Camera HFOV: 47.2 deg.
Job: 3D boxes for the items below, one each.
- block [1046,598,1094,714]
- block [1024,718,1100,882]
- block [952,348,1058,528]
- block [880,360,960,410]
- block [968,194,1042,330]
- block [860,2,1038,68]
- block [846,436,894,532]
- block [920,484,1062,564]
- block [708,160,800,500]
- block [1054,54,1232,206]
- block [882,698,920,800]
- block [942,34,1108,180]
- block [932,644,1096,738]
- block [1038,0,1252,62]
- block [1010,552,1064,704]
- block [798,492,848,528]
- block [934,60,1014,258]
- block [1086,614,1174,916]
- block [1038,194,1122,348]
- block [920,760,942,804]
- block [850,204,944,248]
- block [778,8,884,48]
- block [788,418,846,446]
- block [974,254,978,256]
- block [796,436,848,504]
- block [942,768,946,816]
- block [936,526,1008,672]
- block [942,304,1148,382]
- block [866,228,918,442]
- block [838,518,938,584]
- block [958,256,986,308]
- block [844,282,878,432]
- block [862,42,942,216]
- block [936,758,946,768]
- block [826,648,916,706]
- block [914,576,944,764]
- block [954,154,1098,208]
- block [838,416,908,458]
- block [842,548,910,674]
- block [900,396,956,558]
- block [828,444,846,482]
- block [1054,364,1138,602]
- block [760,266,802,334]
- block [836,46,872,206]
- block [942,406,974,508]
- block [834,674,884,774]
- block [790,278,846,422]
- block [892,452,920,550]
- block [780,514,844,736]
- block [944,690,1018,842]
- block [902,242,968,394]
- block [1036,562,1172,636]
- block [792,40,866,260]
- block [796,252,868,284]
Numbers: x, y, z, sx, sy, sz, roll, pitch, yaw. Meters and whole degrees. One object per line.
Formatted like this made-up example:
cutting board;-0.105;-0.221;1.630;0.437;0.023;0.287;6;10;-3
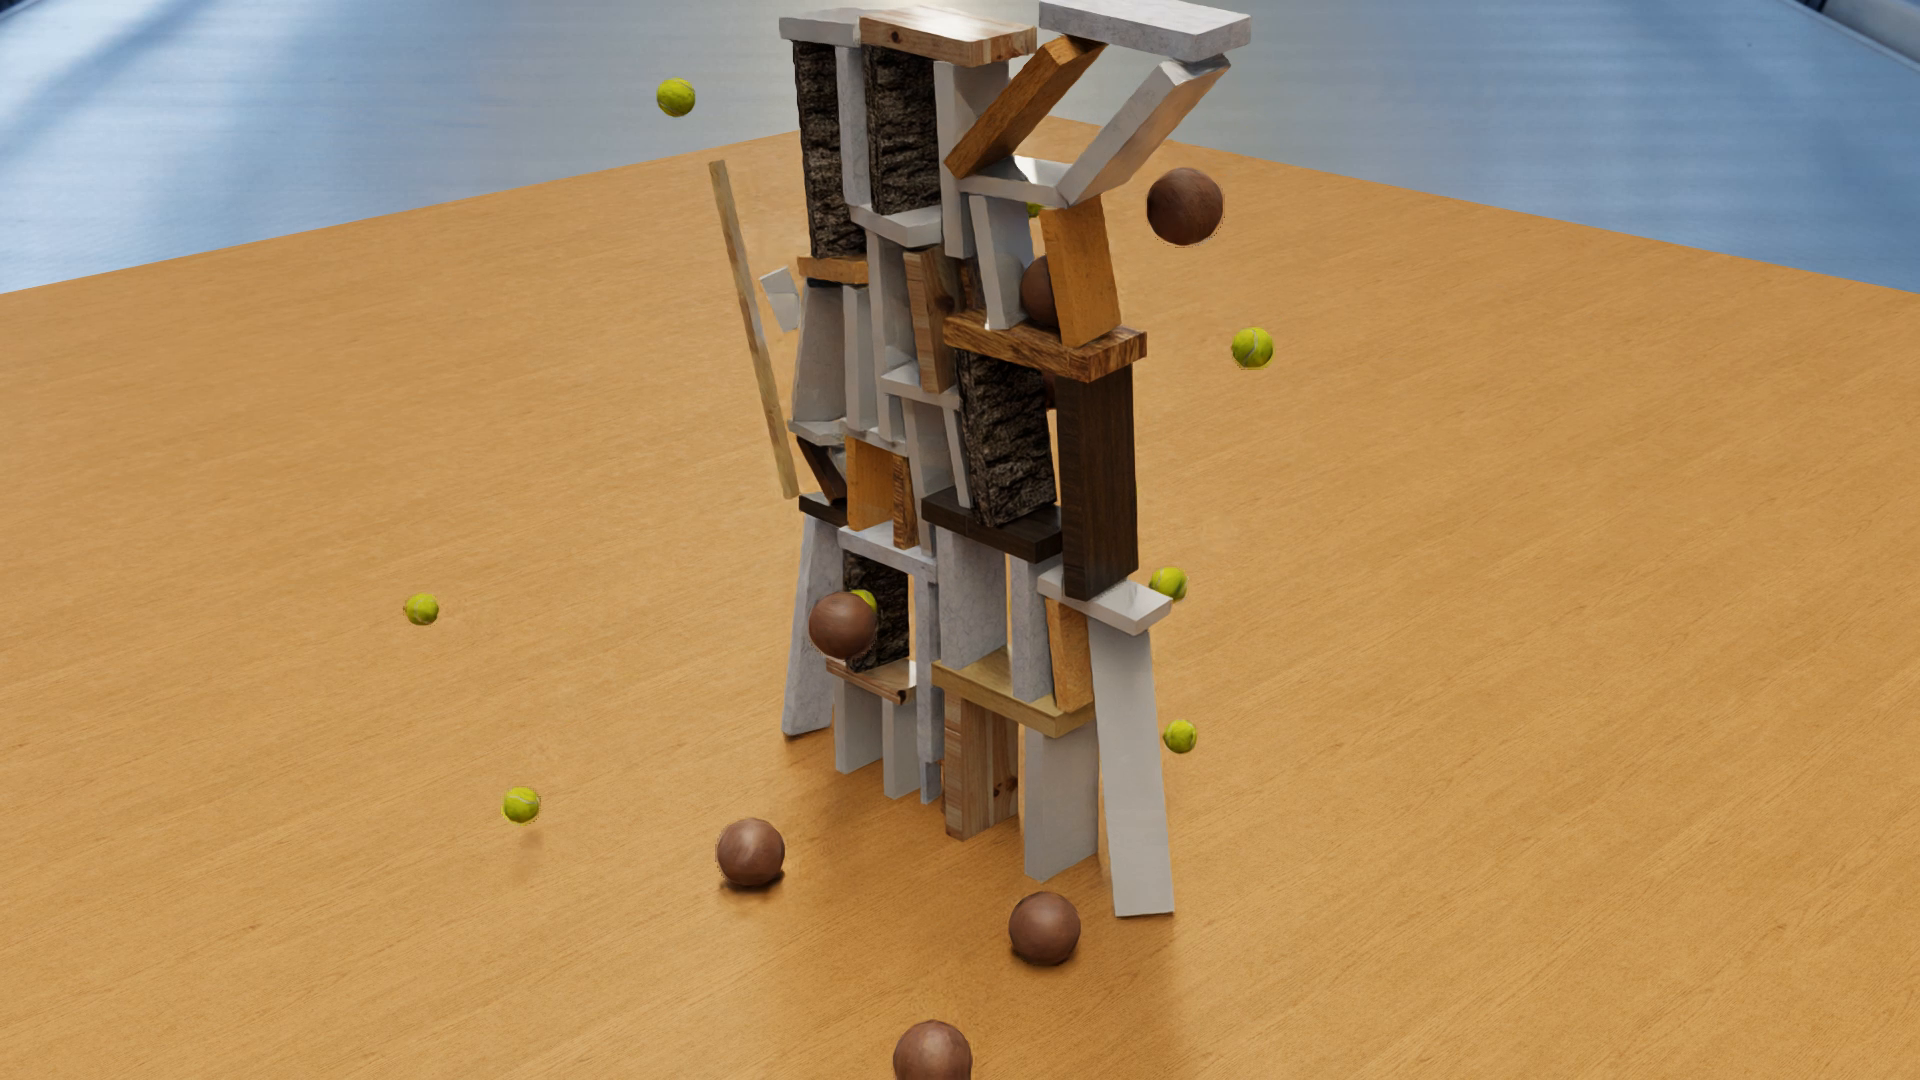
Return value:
block;0.217;0.196;4.065;0.031;0.221;0.111;12;26;44
block;0.196;0.480;4.217;0.046;0.322;0.161;21;30;41
block;0.084;-0.206;4.003;0.165;0.329;0.047;-23;23;-37
block;-0.042;-0.287;4.069;0.200;0.028;0.100;17;34;40
block;0.081;-0.501;3.842;0.034;0.240;0.120;5;25;35
block;-0.022;-0.877;3.811;0.151;0.043;0.301;-21;31;-35
block;-0.179;-0.125;4.361;0.028;0.198;0.099;21;31;40
block;0.084;-0.040;4.091;0.148;0.042;0.297;-24;32;-39
block;-0.425;-0.432;4.556;0.017;0.710;0.061;-10;9;13
block;0.293;-0.668;3.549;0.154;0.308;0.044;-29;79;-43
block;-0.106;0.410;4.508;0.112;0.224;0.032;-21;30;-41
block;0.109;-0.728;3.660;0.044;0.308;0.154;51;45;4
block;0.117;0.280;4.216;0.322;0.046;0.161;21;31;40
block;0.294;-0.830;3.520;0.308;0.044;0.154;22;35;34
block;0.161;0.141;4.098;0.042;0.297;0.149;20;32;39
block;-0.214;-0.052;4.583;0.235;0.033;0.117;22;21;39
block;0.029;-0.677;3.836;0.043;0.342;0.151;16;31;37
block;0.315;0.403;4.061;0.111;0.589;0.031;-5;8;3
block;0.206;-0.462;3.739;0.034;0.240;0.120;10;30;43
block;-0.059;0.480;4.490;0.015;0.108;0.054;13;26;33
block;-0.089;-0.585;4.004;0.133;0.038;0.265;-13;23;-22
block;-0.203;-0.945;4.047;0.144;0.041;0.288;-16;22;-28
block;-0.287;-0.227;4.561;0.085;0.024;0.169;-7;17;-26
block;0.048;-0.519;3.917;0.101;0.014;0.050;18;32;39
block;-0.271;-0.154;4.617;0.085;0.024;0.169;-8;62;-43
block;-0.010;0.500;4.443;0.054;0.108;0.015;-18;35;-36
block;0.024;0.087;4.224;0.042;0.297;0.149;19;32;38
block;0.148;-0.356;3.870;0.329;0.047;0.165;19;32;38
block;-0.100;-0.400;4.151;0.133;0.412;0.038;-19;27;-34
block;-0.100;0.012;4.341;0.268;0.038;0.134;20;30;39
block;0.024;-0.472;3.958;0.014;0.101;0.050;2;21;34
block;-0.153;-0.362;4.232;0.142;0.283;0.040;-18;29;-36
block;-0.091;-0.746;3.946;0.151;0.301;0.043;-17;27;-31
block;-0.030;0.434;4.441;0.054;0.015;0.108;-19;29;-36
block;-0.158;0.271;4.507;0.224;0.032;0.112;21;31;41
block;-0.028;0.238;4.369;0.038;0.401;0.134;19;30;38
block;0.121;-0.612;3.742;0.240;0.034;0.120;16;33;37
block;-0.133;-0.210;4.273;0.099;0.028;0.198;-21;31;-40
block;-0.170;0.126;4.464;0.134;0.268;0.038;-17;28;-34
block;-0.050;-0.142;4.202;0.028;0.345;0.100;15;33;39
block;-0.193;-0.131;4.528;0.085;0.024;0.169;-25;74;-29
block;0.244;-0.114;3.892;0.047;0.416;0.165;15;30;36
block;-0.353;-0.485;4.438;0.061;0.122;0.017;-24;22;-3
block;-0.147;-0.768;4.031;0.144;0.288;0.041;-15;27;-27
block;0.028;-0.170;4.076;0.028;0.200;0.100;15;34;43
block;-0.211;0.368;4.606;0.112;0.224;0.032;-21;31;-41
block;-0.258;-0.389;4.488;0.142;0.354;0.040;-3;46;-14
block;-0.085;-0.088;4.274;0.099;0.198;0.028;-22;31;-40
block;-0.303;0.176;4.702;0.033;0.491;0.117;22;22;40
block;0.043;0.421;4.356;0.046;0.322;0.161;20;30;40
block;-0.030;-0.414;3.987;0.038;0.265;0.133;12;31;36
block;0.261;0.100;3.981;0.221;0.031;0.111;24;35;33
block;-0.227;-0.753;4.199;0.144;0.414;0.041;-11;20;-18
block;-0.195;-0.534;4.258;0.142;0.040;0.284;-13;15;-24
